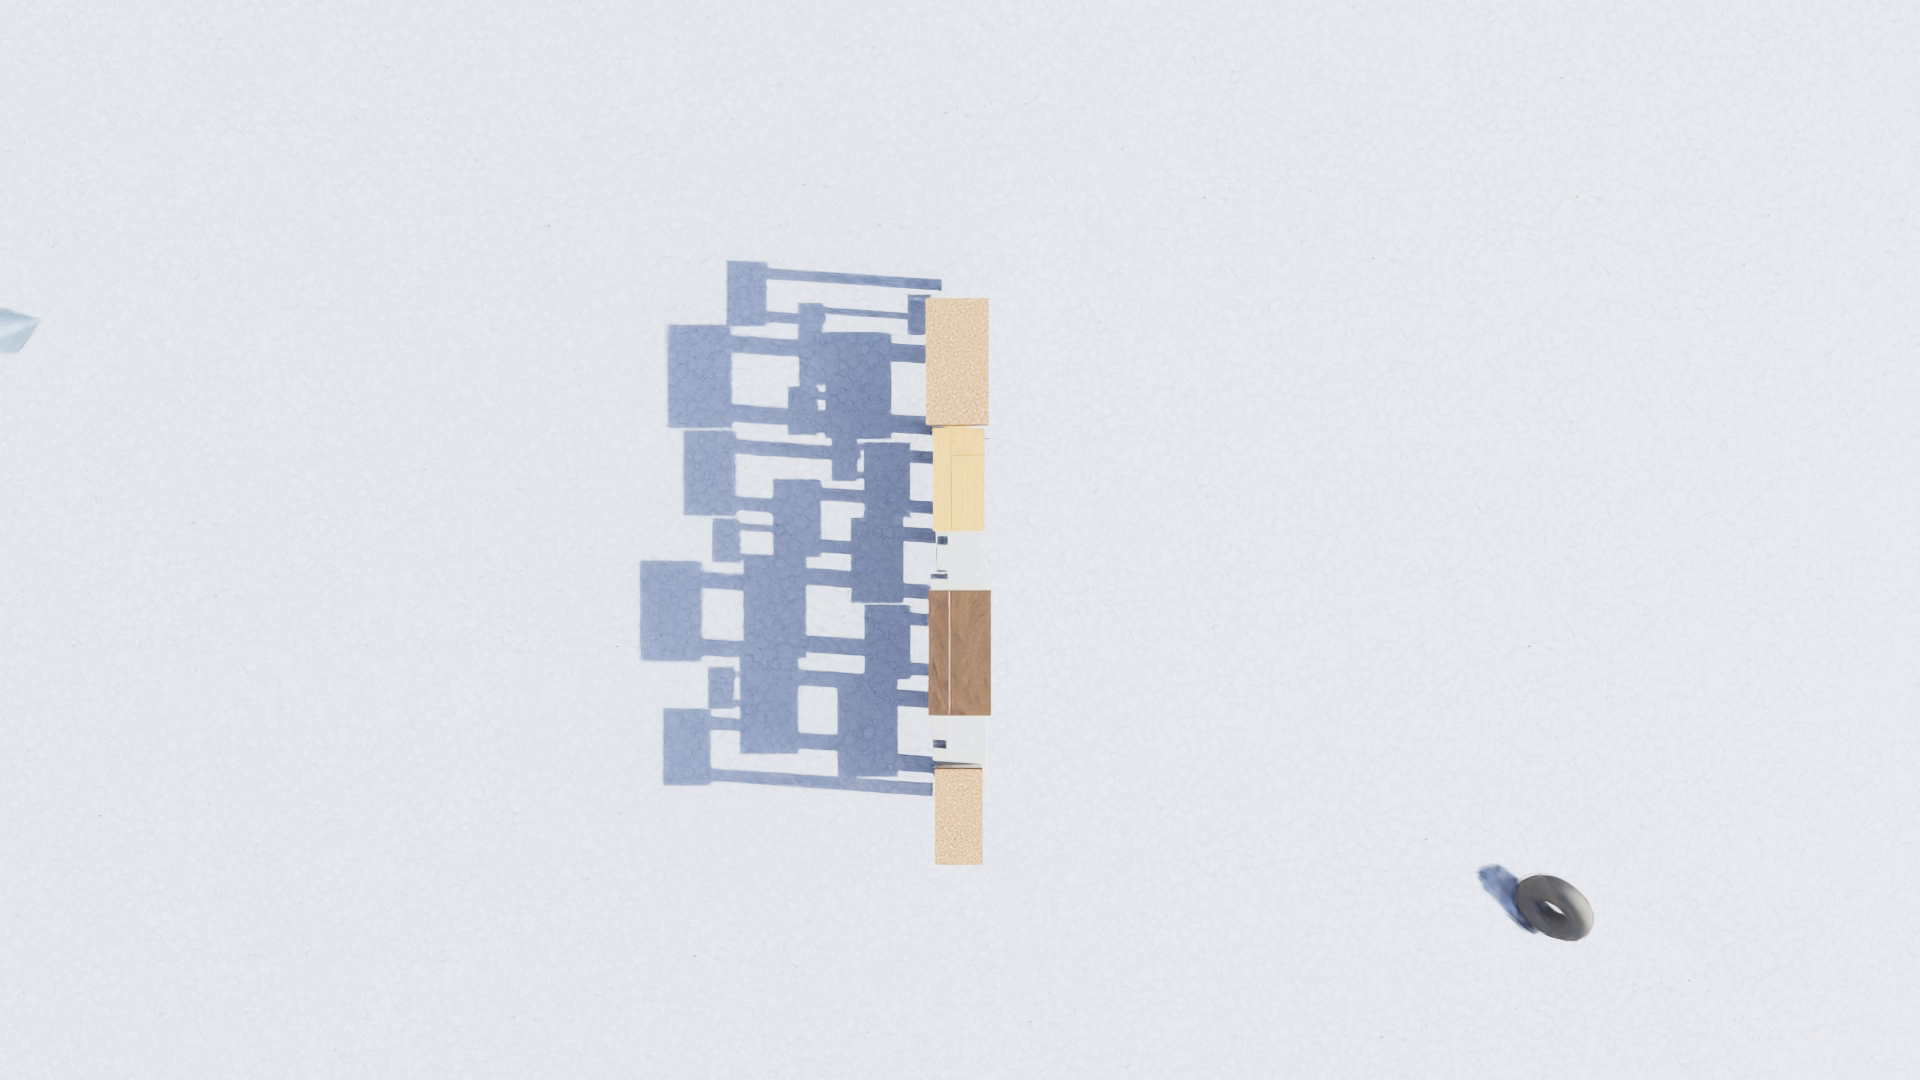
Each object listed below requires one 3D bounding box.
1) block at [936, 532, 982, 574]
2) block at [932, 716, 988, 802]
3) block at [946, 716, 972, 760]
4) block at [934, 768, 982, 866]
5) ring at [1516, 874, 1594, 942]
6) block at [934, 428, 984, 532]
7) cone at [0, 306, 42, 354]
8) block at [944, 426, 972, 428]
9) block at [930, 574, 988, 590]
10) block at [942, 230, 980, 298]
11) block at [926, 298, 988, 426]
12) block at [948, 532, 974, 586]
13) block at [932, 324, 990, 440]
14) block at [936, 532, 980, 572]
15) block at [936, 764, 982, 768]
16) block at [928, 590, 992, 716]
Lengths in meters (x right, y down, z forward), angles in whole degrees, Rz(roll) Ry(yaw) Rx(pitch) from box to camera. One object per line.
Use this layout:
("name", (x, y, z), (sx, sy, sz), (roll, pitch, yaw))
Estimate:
("block", (-0.005, 0.086, 5.197), (0.141, 0.040, 0.283), (0, 90, 0))
("block", (0.001, 0.599, 4.793), (0.158, 0.045, 0.315), (0, 90, 0))
("block", (-0.002, 0.546, 4.618), (0.071, 0.020, 0.142), (0, 90, 0))
("block", (-0.003, 0.752, 4.493), (0.130, 0.037, 0.259), (0, 90, 0))
("ring", (1.943, 1.202, 5.389), (0.258, 0.258, 0.086), (49, 59, 0))
("block", (-0.003, -0.167, 4.577), (0.142, 0.040, 0.284), (0, 90, 0))
("cone", (-3.060, -0.703, 5.391), (0.159, 0.159, 0.159), (-11, 90, 18))
("block", (-0.004, -0.396, 4.920), (0.081, 0.023, 0.162), (1, 90, 0))
("block", (-0.001, 0.268, 4.815), (0.169, 0.048, 0.338), (0, 90, 0))
("block", (0.002, -0.773, 4.708), (0.108, 0.031, 0.217), (0, 90, 0))
("block", (-0.007, -0.489, 4.539), (0.173, 0.049, 0.346), (0, 90, 0))
("block", (0.003, 0.054, 4.631), (0.075, 0.021, 0.149), (0, 90, 0))
("block", (0.003, -0.492, 5.119), (0.178, 0.050, 0.356), (0, 90, 0))
("block", (-0.003, -0.036, 4.900), (0.130, 0.037, 0.259), (0, 90, 0))
("block", (-0.003, 0.666, 4.641), (0.130, 0.259, 0.037), (0, 90, 0))
("block", (0.000, 0.302, 4.431), (0.168, 0.048, 0.336), (0, 90, 0))
